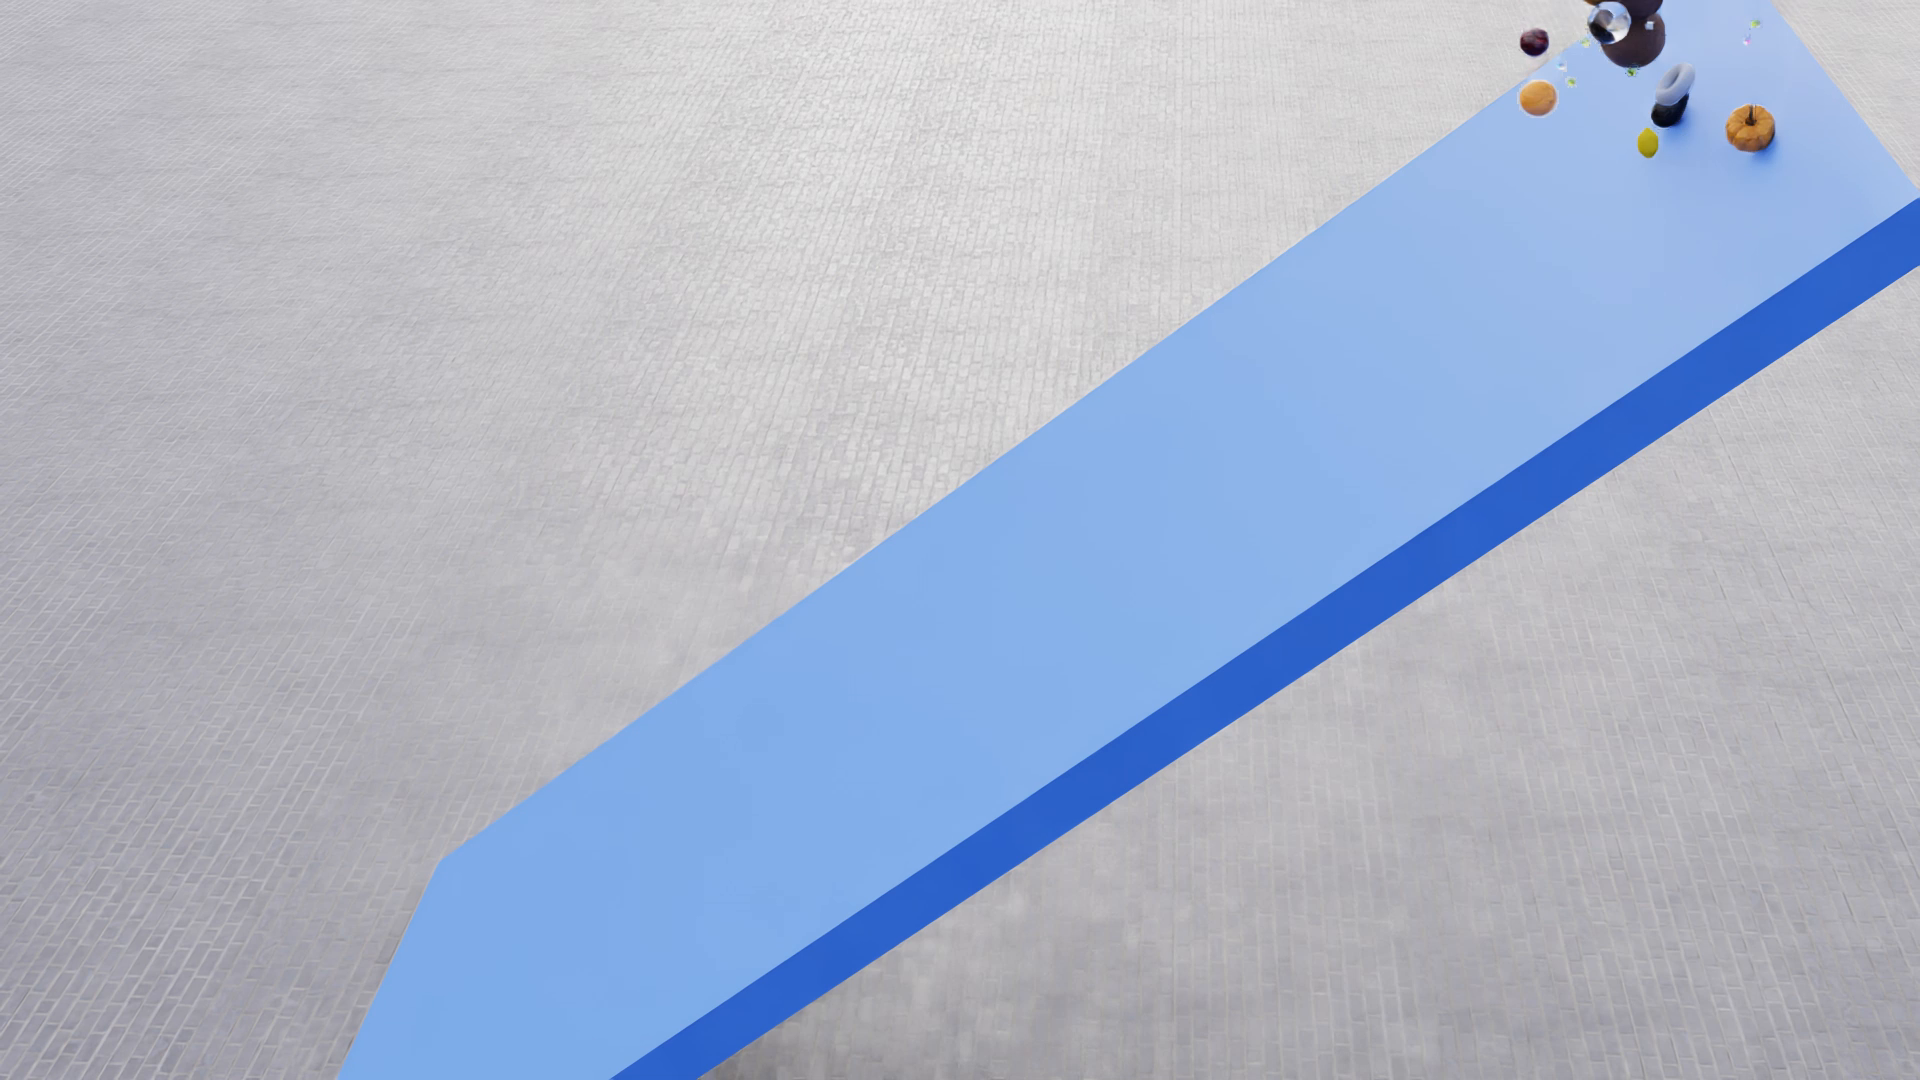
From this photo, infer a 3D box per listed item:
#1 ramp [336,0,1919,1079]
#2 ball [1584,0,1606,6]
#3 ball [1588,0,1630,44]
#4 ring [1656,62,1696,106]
[{"bbox_3d":[0.123,0.184,6.336,4.000,0.100,2.000,-36,16,18],"label":"ramp"},{"bbox_3d":[1.226,-1.058,5.667,0.058,0.058,0.058,0,23,0],"label":"ball"},{"bbox_3d":[1.246,-0.994,5.645,0.081,0.081,0.081,0,23,0],"label":"ball"},{"bbox_3d":[1.360,-0.867,5.593,0.031,0.093,0.093,33,17,-18],"label":"ring"}]
